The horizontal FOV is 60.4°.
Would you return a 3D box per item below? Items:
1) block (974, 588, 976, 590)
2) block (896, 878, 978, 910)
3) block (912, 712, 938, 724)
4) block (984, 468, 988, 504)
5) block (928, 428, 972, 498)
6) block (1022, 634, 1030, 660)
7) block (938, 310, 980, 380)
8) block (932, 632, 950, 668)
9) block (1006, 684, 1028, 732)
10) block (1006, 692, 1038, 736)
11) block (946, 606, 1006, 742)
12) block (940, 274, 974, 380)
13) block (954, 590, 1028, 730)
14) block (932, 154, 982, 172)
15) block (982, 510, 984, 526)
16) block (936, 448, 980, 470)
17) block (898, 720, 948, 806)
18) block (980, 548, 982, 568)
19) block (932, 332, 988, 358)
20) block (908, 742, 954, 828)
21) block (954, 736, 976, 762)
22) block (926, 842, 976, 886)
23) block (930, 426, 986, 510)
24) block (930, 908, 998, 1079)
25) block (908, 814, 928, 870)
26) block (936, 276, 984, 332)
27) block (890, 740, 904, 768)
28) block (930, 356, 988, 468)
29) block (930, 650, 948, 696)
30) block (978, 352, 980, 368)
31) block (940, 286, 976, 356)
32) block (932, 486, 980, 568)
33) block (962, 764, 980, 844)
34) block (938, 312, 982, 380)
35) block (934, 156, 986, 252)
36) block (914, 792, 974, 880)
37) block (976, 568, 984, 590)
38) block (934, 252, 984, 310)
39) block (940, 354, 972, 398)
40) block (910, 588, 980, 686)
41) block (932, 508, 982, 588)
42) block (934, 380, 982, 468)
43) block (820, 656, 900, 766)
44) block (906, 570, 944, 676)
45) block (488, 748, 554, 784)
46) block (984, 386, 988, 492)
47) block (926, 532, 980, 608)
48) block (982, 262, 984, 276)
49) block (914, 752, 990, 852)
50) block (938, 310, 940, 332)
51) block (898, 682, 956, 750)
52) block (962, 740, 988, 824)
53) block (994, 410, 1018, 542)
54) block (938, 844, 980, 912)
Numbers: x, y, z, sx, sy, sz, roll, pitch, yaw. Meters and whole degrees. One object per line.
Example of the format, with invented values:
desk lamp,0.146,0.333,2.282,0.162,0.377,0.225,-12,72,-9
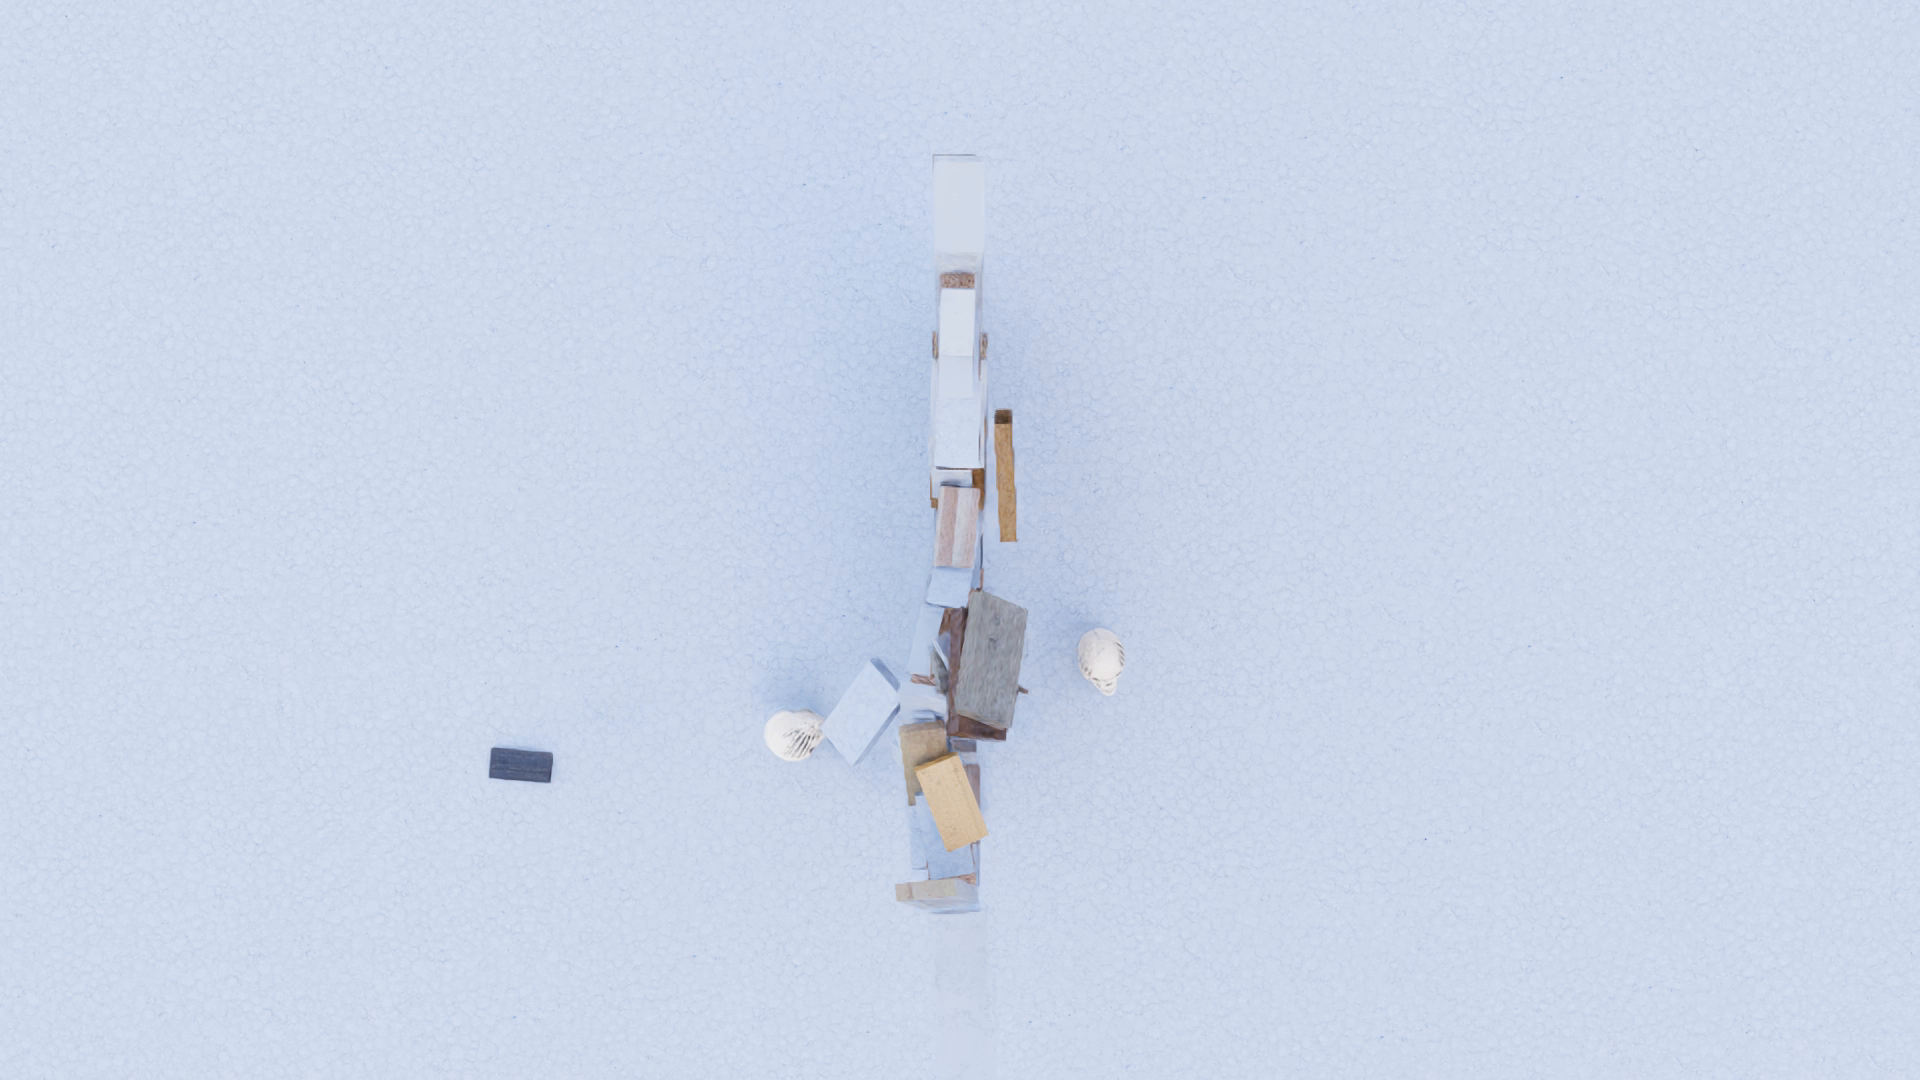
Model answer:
block,-0.005,0.198,5.046,0.100,0.201,0.028,6,60,0
block,-0.061,0.994,4.624,0.167,0.333,0.047,-8,73,9
block,-0.091,0.545,4.784,0.067,0.134,0.019,2,50,16
block,0.004,-0.165,5.084,0.155,0.311,0.044,0,80,0
block,-0.026,-0.218,4.718,0.115,0.033,0.229,-1,131,2
block,0.167,0.297,4.940,0.067,0.134,0.019,15,128,-16
block,-0.001,-0.547,4.559,0.109,0.031,0.219,2,96,0
block,-0.023,0.329,4.705,0.019,0.066,0.132,-37,79,44
block,0.153,0.525,5.092,0.053,0.015,0.164,32,98,44
block,0.188,0.528,4.989,0.060,0.017,0.121,21,74,-10
block,0.052,0.383,4.680,0.176,0.050,0.360,15,69,-37
block,-0.008,-0.572,4.465,0.089,0.025,0.309,1,121,0
block,0.088,0.338,4.649,0.176,0.050,0.352,24,64,-34
block,-0.004,-0.979,4.539,0.128,0.747,0.036,0,94,0
block,0.000,-0.060,5.056,0.141,0.283,0.040,0,78,0
block,-0.004,-0.295,4.607,0.118,0.034,0.237,0,50,2
block,-0.098,0.646,4.765,0.131,0.037,0.262,-8,120,-3
block,0.005,0.057,5.218,0.132,0.037,0.264,1,90,0
block,-0.002,-0.442,4.784,0.157,0.044,0.323,1,120,0
block,-0.086,0.725,4.879,0.138,0.039,0.275,2,112,12
block,-0.002,0.617,4.989,0.103,0.205,0.029,0,106,0
block,-0.034,0.899,4.851,0.138,0.039,0.275,-6,96,-3
block,-0.006,-0.247,4.806,0.157,0.044,0.313,1,107,0
block,0.014,1.399,4.883,0.167,0.047,0.594,-3,88,1
block,-0.082,0.848,4.970,0.138,0.039,0.275,-8,66,9
block,-0.003,-0.724,5.070,0.145,0.291,0.041,0,55,0
block,-0.182,0.676,5.145,0.017,0.123,0.062,-15,107,-19
block,-0.006,-0.365,4.723,0.157,0.044,0.313,2,107,0
block,-0.045,0.381,4.688,0.019,0.066,0.132,-41,47,34
block,0.001,-0.591,4.634,0.109,0.031,0.219,1,69,0
block,-0.007,-0.582,4.392,0.089,0.025,0.178,2,111,1
block,-0.010,-0.038,4.745,0.115,0.033,0.230,5,95,-4
block,-0.003,0.818,5.046,0.128,0.036,0.257,1,77,0
block,-0.001,-0.482,4.628,0.118,0.034,0.347,1,69,0
block,-0.001,-0.857,4.211,0.128,0.036,0.256,0,131,0
block,-0.044,0.851,4.796,0.131,0.037,0.262,-10,101,-2
block,-0.001,0.128,5.056,0.141,0.283,0.040,2,79,0
block,-0.003,-0.717,4.419,0.128,0.256,0.036,1,54,0
block,-0.011,-0.475,4.453,0.089,0.025,0.178,0,97,1
block,-0.041,0.292,4.808,0.141,0.040,0.335,4,58,14
block,-0.008,-0.003,4.894,0.141,0.040,0.283,2,90,0
block,-0.006,-0.316,4.497,0.118,0.034,0.237,2,91,-1
block,-0.302,0.546,5.231,0.167,0.047,0.333,47,122,20
block,-0.089,0.239,4.769,0.067,0.019,0.312,13,71,-1
block,-1.460,0.749,5.486,0.201,0.028,0.100,5,90,0
block,0.003,-0.300,4.905,0.155,0.044,0.310,1,90,0
block,-0.020,0.083,4.785,0.115,0.033,0.230,11,78,-2
block,-0.002,-0.937,4.930,0.145,0.041,0.291,0,86,0
block,-0.024,0.752,4.737,0.131,0.037,0.262,-22,102,-6
block,-0.004,-0.676,4.737,0.113,0.032,0.226,1,101,0
block,-0.096,0.517,4.798,0.141,0.283,0.040,8,52,11
block,-0.003,0.697,5.117,0.179,0.051,0.357,0,90,0
block,0.134,-0.188,4.824,0.050,0.176,0.352,-3,107,3
block,-0.003,1.043,4.964,0.128,0.036,0.257,0,81,0
